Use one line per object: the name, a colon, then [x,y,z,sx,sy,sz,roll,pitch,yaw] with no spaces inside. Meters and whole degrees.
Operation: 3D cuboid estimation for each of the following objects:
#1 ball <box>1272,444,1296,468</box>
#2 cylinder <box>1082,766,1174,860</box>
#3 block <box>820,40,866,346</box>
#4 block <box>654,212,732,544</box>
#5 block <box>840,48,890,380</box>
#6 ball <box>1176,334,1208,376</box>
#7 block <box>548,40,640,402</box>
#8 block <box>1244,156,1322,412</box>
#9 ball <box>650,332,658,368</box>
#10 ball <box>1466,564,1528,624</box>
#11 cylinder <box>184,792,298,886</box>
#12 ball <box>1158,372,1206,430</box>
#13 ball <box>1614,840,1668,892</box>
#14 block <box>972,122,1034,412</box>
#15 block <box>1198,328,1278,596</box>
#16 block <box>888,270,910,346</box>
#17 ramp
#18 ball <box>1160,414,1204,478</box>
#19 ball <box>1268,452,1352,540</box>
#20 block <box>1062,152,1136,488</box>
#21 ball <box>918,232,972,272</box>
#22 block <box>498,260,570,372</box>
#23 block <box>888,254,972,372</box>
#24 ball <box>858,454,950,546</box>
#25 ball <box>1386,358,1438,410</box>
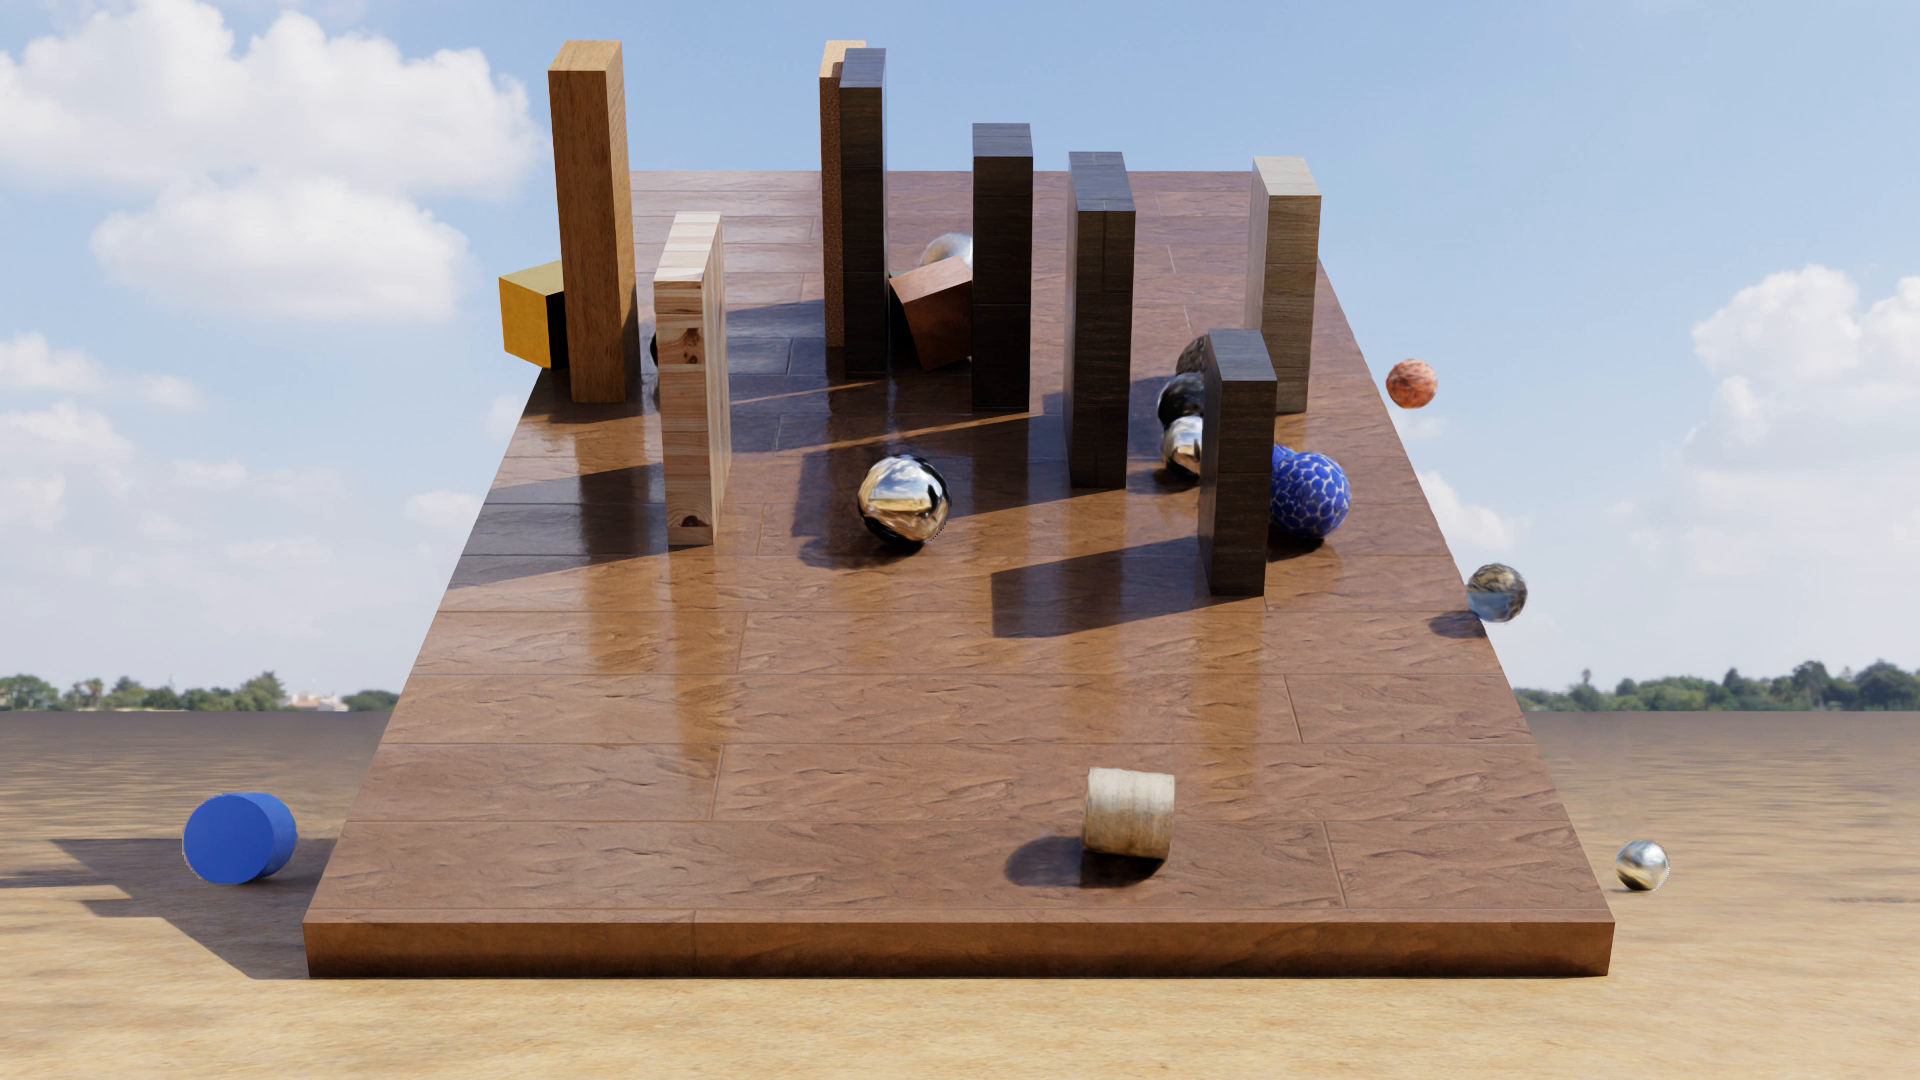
ball: [0.659,-0.134,4.930,0.134,0.134,0.134,0,-4,0]
cylinder: [0.266,0.433,3.719,0.135,0.135,0.135,5,-4,2]
block: [-0.284,-0.862,5.829,0.097,0.675,0.365,0,25,0]
block: [-0.548,-0.341,4.857,0.093,0.565,0.444,0,25,0]
block: [-0.226,-0.784,5.628,0.097,0.708,0.374,0,25,0]
ball: [0.590,-0.378,5.379,0.191,0.191,0.191,0,-4,0]
block: [-0.841,-0.734,5.430,0.127,0.783,0.278,0,25,0]
block: [0.743,-0.596,5.457,0.116,0.519,0.309,0,25,0]
ball: [-0.674,-0.456,5.606,0.131,0.131,0.131,0,-4,0]
ball: [1.020,0.101,4.463,0.115,0.115,0.115,0,-4,0]
cylinder: [-1.698,0.704,5.545,0.208,0.208,0.208,0,-4,-1]
ball: [0.521,-0.295,5.236,0.162,0.162,0.162,0,-4,0]
ball: [1.530,0.731,5.274,0.115,0.115,0.115,0,-4,0]
block: [0.094,-0.629,5.420,0.132,0.607,0.275,0,25,0]
block: [0.540,-0.154,4.603,0.104,0.450,0.277,0,25,0]
block: [-0.092,-0.582,5.858,0.146,0.146,0.146,-5,26,-11]
ramp: [-0.009,-0.229,5.401,2.000,0.100,4.000,0,25,0]
ball: [0.502,-0.201,5.066,0.139,0.139,0.139,0,-4,0]
ball: [0.708,-0.091,4.788,0.179,0.179,0.179,0,-4,0]
block: [0.297,-0.483,5.099,0.117,0.618,0.433,0,25,0]
ball: [-0.005,-0.686,6.011,0.204,0.204,0.204,0,-4,0]
block: [-0.984,-0.551,5.733,0.192,0.192,0.192,23,34,39]
block: [-0.045,-0.551,5.697,0.185,0.185,0.185,-20,28,-4]
ball: [-0.115,-0.082,4.755,0.186,0.186,0.186,0,-4,0]
ball: [1.081,-0.373,5.614,0.121,0.121,0.121,0,-4,0]
